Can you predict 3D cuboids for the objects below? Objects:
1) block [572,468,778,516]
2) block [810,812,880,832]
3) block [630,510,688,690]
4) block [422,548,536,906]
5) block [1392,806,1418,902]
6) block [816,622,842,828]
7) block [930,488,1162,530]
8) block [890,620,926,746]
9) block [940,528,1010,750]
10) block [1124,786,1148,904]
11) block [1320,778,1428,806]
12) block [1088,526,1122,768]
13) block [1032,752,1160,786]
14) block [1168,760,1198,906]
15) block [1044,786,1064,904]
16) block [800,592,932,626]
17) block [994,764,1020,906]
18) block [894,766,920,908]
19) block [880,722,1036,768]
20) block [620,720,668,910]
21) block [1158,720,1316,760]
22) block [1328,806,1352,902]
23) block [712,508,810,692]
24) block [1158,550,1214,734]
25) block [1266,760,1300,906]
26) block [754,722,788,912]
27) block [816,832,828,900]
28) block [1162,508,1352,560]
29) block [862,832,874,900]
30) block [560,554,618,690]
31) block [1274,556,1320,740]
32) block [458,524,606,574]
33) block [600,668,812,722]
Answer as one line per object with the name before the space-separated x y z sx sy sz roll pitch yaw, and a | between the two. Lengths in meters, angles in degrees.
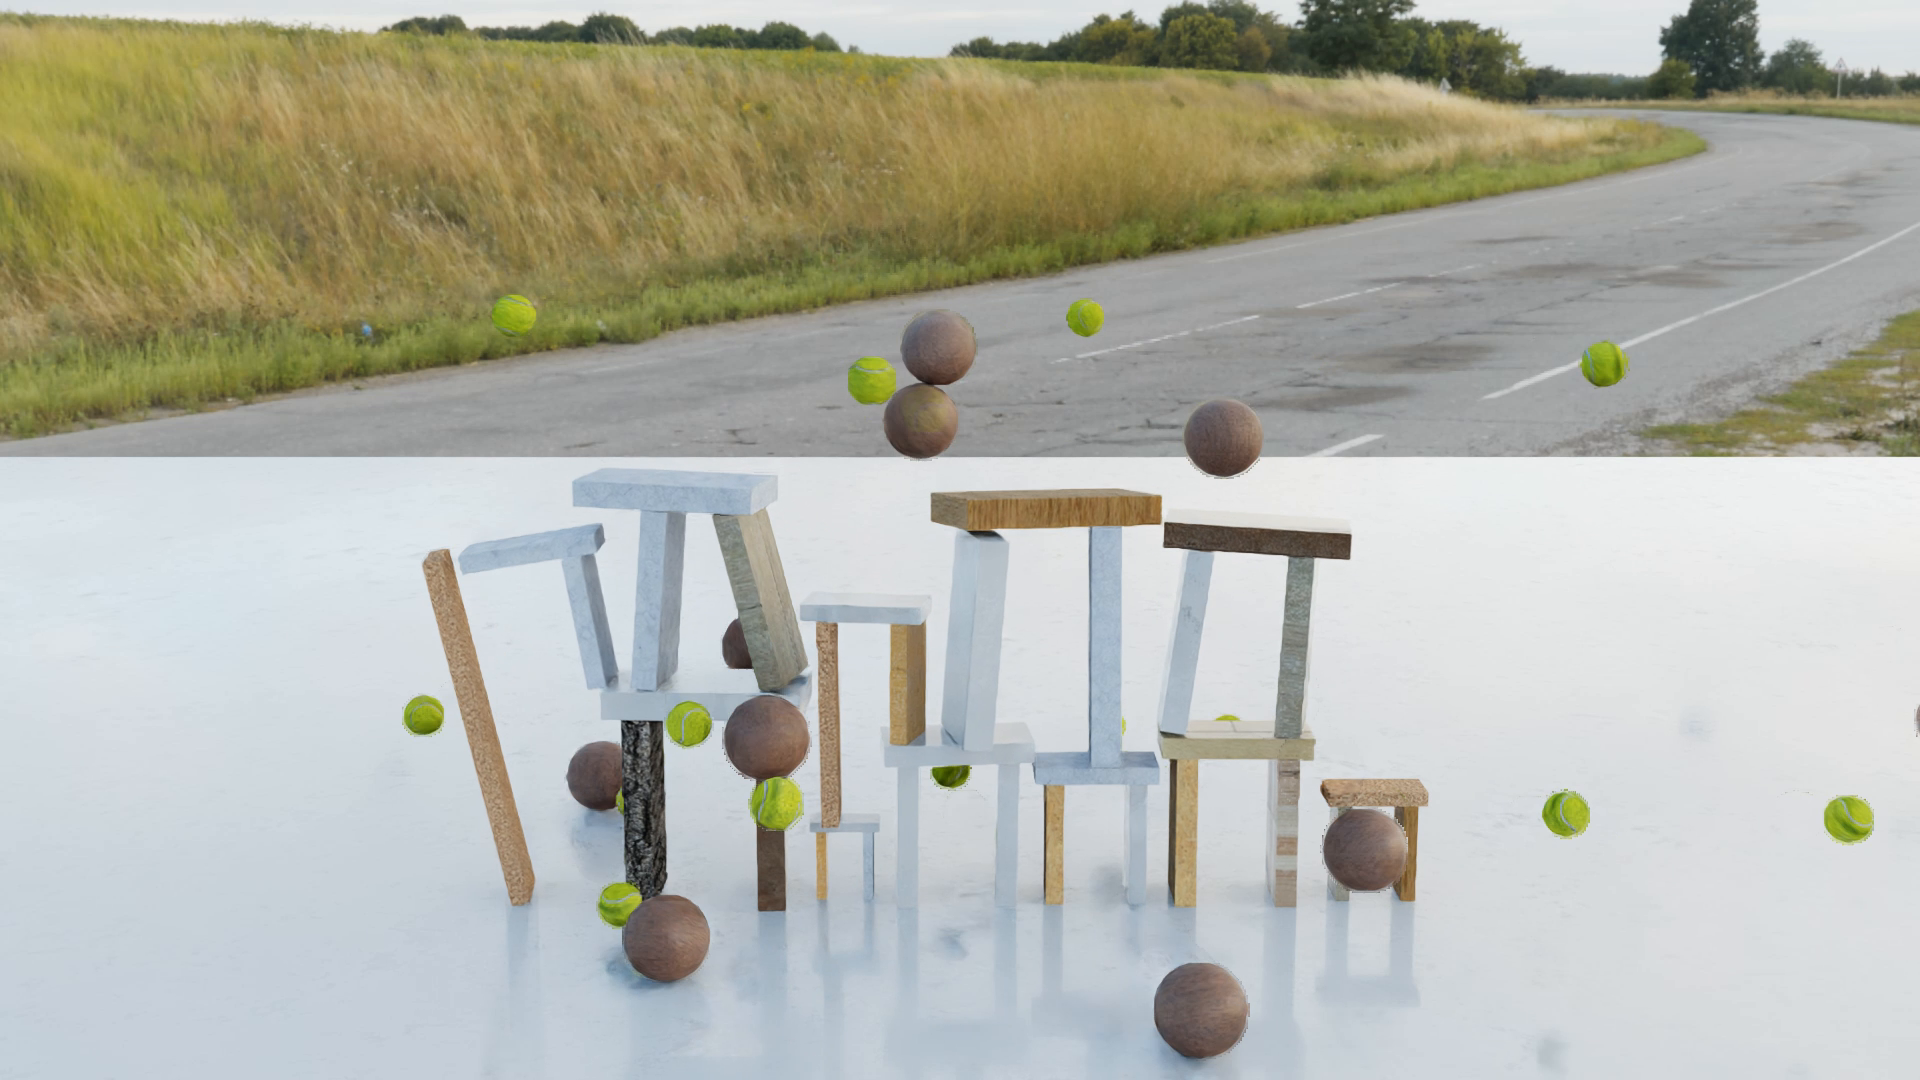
block | -0.455 -0.079 3.521 0.293 0.042 0.147 3 11 11
block | -0.191 0.468 3.648 0.115 0.016 0.058 0 10 0
block | -0.487 0.083 3.570 0.042 0.293 0.147 6 11 5
block | -0.786 0.307 3.605 0.031 0.587 0.109 -13 12 -4
block | 0.740 0.509 3.657 0.023 0.163 0.081 0 11 0
block | -0.215 0.292 3.610 0.028 0.345 0.099 -1 10 0
block | 0.140 -0.051 3.596 0.338 0.048 0.169 -2 6 -21
block | -0.084 0.224 3.567 0.028 0.198 0.099 4 11 17
block | 0.023 0.154 3.554 0.048 0.338 0.169 2 10 -14
block | 0.290 0.490 3.648 0.029 0.203 0.101 0 10 -1
block | 0.686 0.418 3.640 0.163 0.023 0.081 0 11 0
block | 0.237 0.166 3.609 0.048 0.386 0.169 0 5 2
block | 0.223 0.376 3.627 0.203 0.029 0.101 0 10 -1
block | 0.369 0.468 3.645 0.035 0.247 0.123 0 9 0
block | 0.155 0.490 3.648 0.029 0.203 0.101 0 10 0
block | -0.152 0.110 3.563 0.198 0.028 0.099 1 11 9
block | 0.077 0.470 3.645 0.035 0.244 0.122 1 11 0
block | -0.089 0.471 3.638 0.035 0.244 0.122 0 11 -4
block | -0.006 0.336 3.605 0.244 0.035 0.122 -1 11 -5
block | -0.522 0.432 3.637 0.046 0.322 0.161 0 10 0
block | 0.453 0.329 3.623 0.247 0.035 0.123 0 9 1
block | 0.631 0.509 3.657 0.023 0.163 0.081 0 11 0
block | -0.322 0.085 3.566 0.042 0.293 0.147 -13 7 14
block | 0.371 0.158 3.614 0.042 0.298 0.149 9 7 3
block | 0.534 0.468 3.645 0.035 0.247 0.123 0 9 0
block | -0.311 0.432 3.636 0.046 0.322 0.161 -1 10 -3
block | -0.229 0.533 3.660 0.016 0.115 0.058 0 10 0
block | 0.485 -0.011 3.586 0.298 0.042 0.149 4 10 8
block | -0.152 0.533 3.660 0.016 0.115 0.058 0 10 0
block | -0.602 0.124 3.580 0.031 0.219 0.109 -9 10 3
block | 0.553 0.162 3.604 0.042 0.298 0.149 5 10 12
block | -0.691 0.014 3.560 0.219 0.031 0.109 -9 10 0
block | -0.412 0.253 3.596 0.322 0.046 0.161 0 10 2
